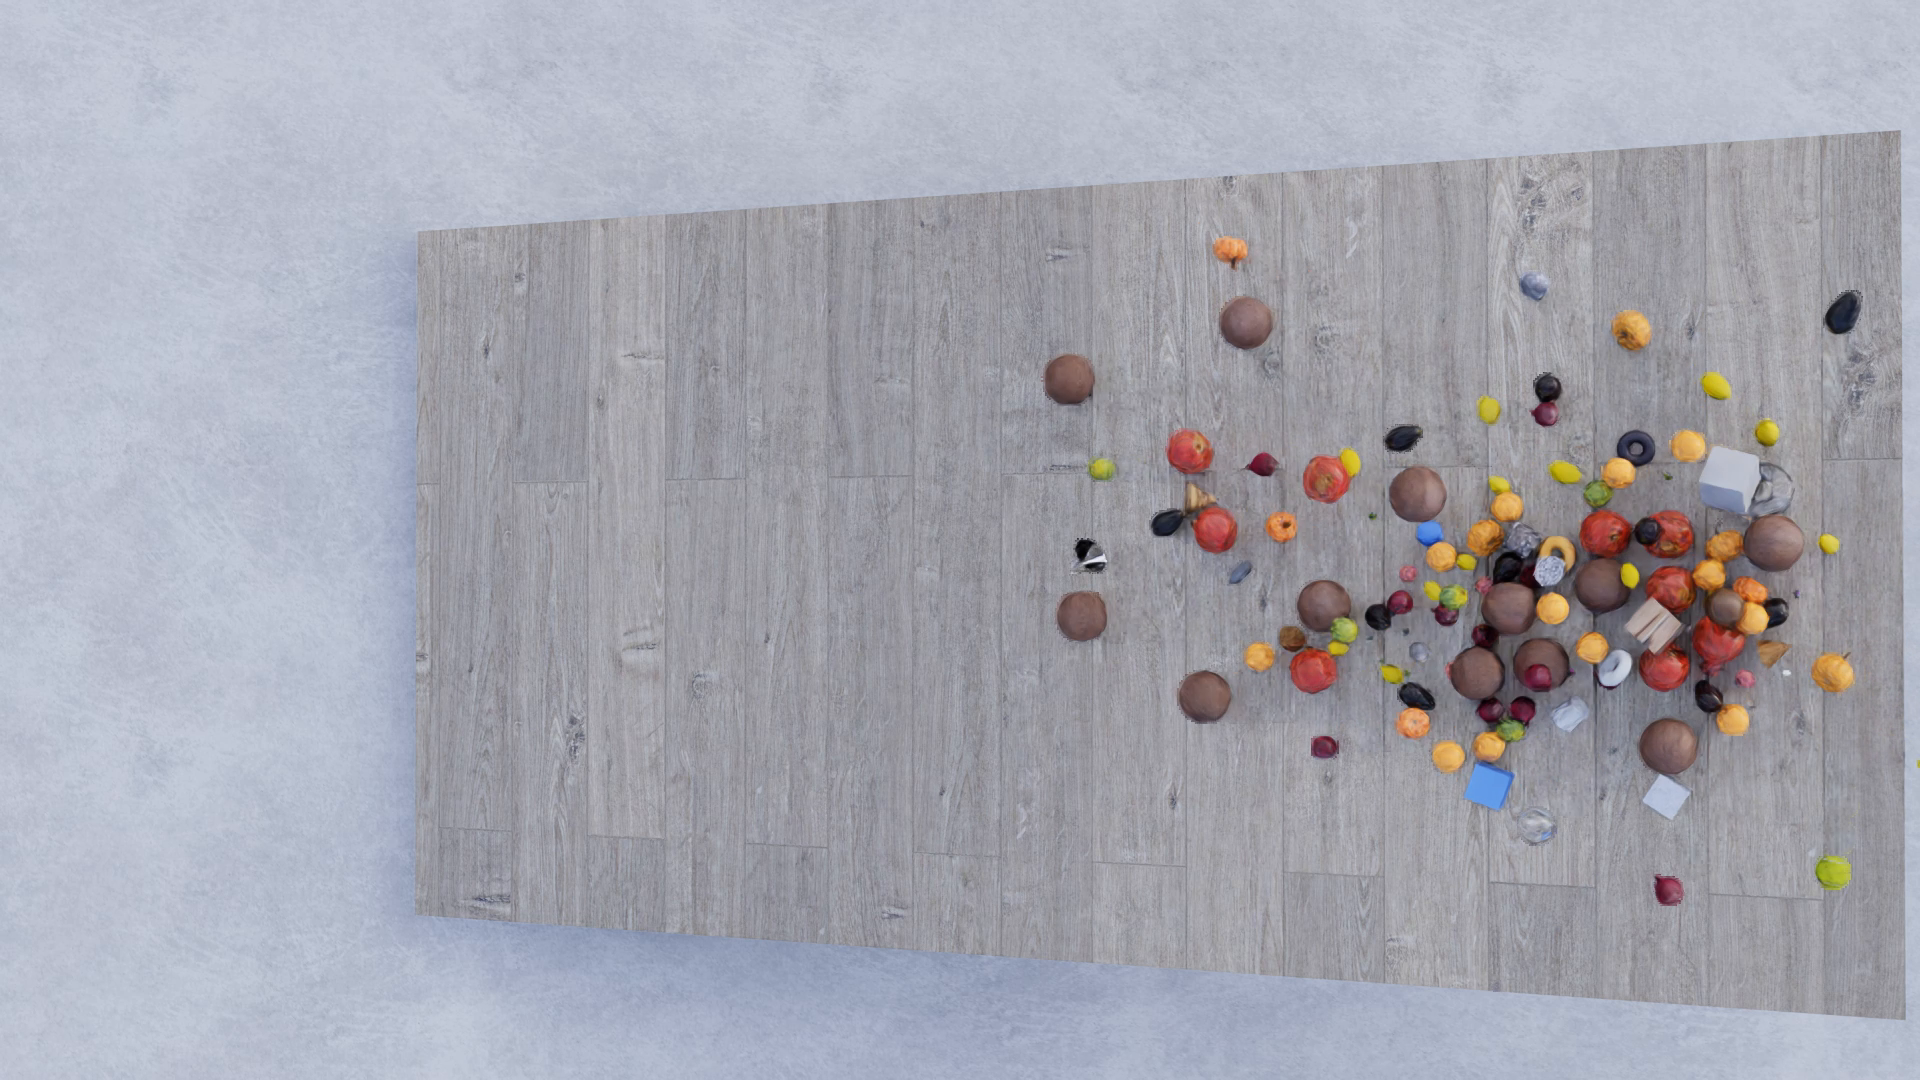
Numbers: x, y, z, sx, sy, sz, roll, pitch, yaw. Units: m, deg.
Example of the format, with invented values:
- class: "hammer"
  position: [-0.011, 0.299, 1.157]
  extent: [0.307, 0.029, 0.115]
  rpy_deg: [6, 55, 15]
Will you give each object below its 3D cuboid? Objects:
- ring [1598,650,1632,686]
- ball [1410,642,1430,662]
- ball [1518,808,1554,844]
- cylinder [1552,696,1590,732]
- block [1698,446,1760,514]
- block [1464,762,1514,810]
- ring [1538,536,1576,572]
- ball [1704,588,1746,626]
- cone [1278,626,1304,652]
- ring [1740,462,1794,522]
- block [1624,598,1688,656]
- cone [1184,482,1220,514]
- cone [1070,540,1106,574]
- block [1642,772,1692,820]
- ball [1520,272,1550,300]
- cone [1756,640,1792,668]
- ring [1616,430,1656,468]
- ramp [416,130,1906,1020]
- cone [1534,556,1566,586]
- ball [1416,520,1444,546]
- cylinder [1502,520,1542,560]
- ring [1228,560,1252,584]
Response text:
- class: "ring"
  position: [1.508, 0.295, 5.063]
  extent: [0.031, 0.093, 0.093]
  rpy_deg: [33, 89, -16]
- class: "ball"
  position: [1.111, 0.270, 5.317]
  extent: [0.050, 0.050, 0.050]
  rpy_deg: [0, 89, 0]
- class: "ball"
  position: [1.319, 0.655, 5.032]
  extent: [0.081, 0.081, 0.081]
  rpy_deg: [0, 89, 0]
- class: "cylinder"
  position: [1.435, 0.408, 5.170]
  extent: [0.060, 0.060, 0.060]
  rpy_deg: [39, 123, 0]
- class: "block"
  position: [1.741, -0.135, 4.975]
  extent: [0.100, 0.100, 0.100]
  rpy_deg: [17, 68, 31]
- class: "block"
  position: [1.261, 0.585, 5.234]
  extent: [0.084, 0.084, 0.084]
  rpy_deg: [21, 97, 21]
- class: "ring"
  position: [1.413, 0.036, 5.206]
  extent: [0.092, 0.031, 0.092]
  rpy_deg: [0, 89, 30]
- class: "ball"
  position: [1.719, 0.151, 4.943]
  extent: [0.086, 0.086, 0.086]
  rpy_deg: [0, 89, 0]
- class: "cone"
  position: [0.805, 0.253, 5.421]
  extent: [0.068, 0.068, 0.068]
  rpy_deg: [8, 108, 26]
- class: "ring"
  position: [1.828, -0.110, 5.019]
  extent: [0.143, 0.048, 0.143]
  rpy_deg: [-8, 68, 19]
- class: "block"
  position: [1.581, 0.197, 4.999]
  extent: [0.091, 0.091, 0.091]
  rpy_deg: [46, 103, 22]
- class: "cone"
  position: [0.612, -0.104, 5.529]
  extent: [0.085, 0.085, 0.085]
  rpy_deg: [2, 89, -5]
- class: "cone"
  position: [0.309, 0.063, 5.645]
  extent: [0.095, 0.095, 0.095]
  rpy_deg: [48, 133, 1]
- class: "block"
  position: [1.637, 0.590, 5.087]
  extent: [0.077, 0.077, 0.077]
  rpy_deg: [34, 102, 19]
- class: "ball"
  position: [1.364, -0.603, 5.217]
  extent: [0.067, 0.067, 0.067]
  rpy_deg: [0, 89, 0]
- class: "cone"
  position: [1.859, 0.248, 4.997]
  extent: [0.069, 0.069, 0.069]
  rpy_deg: [-24, 89, 35]
- class: "ring"
  position: [1.581, -0.214, 5.142]
  extent: [0.088, 0.029, 0.088]
  rpy_deg: [3, 98, 22]
- class: "ramp"
  position: [0.283, 0.087, 5.734]
  extent: [4.000, 0.100, 2.000]
  rpy_deg: [0, 89, 22]
- class: "cone"
  position: [1.376, 0.055, 5.185]
  extent: [0.078, 0.078, 0.078]
  rpy_deg: [-4, 119, -7]
- class: "ball"
  position: [1.133, -0.016, 5.304]
  extent: [0.065, 0.065, 0.065]
  rpy_deg: [0, 89, 0]
- class: "cylinder"
  position: [1.329, 0.001, 5.201]
  extent: [0.070, 0.070, 0.070]
  rpy_deg: [30, 89, 14]
- class: "ring"
  position: [0.696, 0.082, 5.458]
  extent: [0.075, 0.075, 0.025]
  rpy_deg: [-44, 76, -1]
